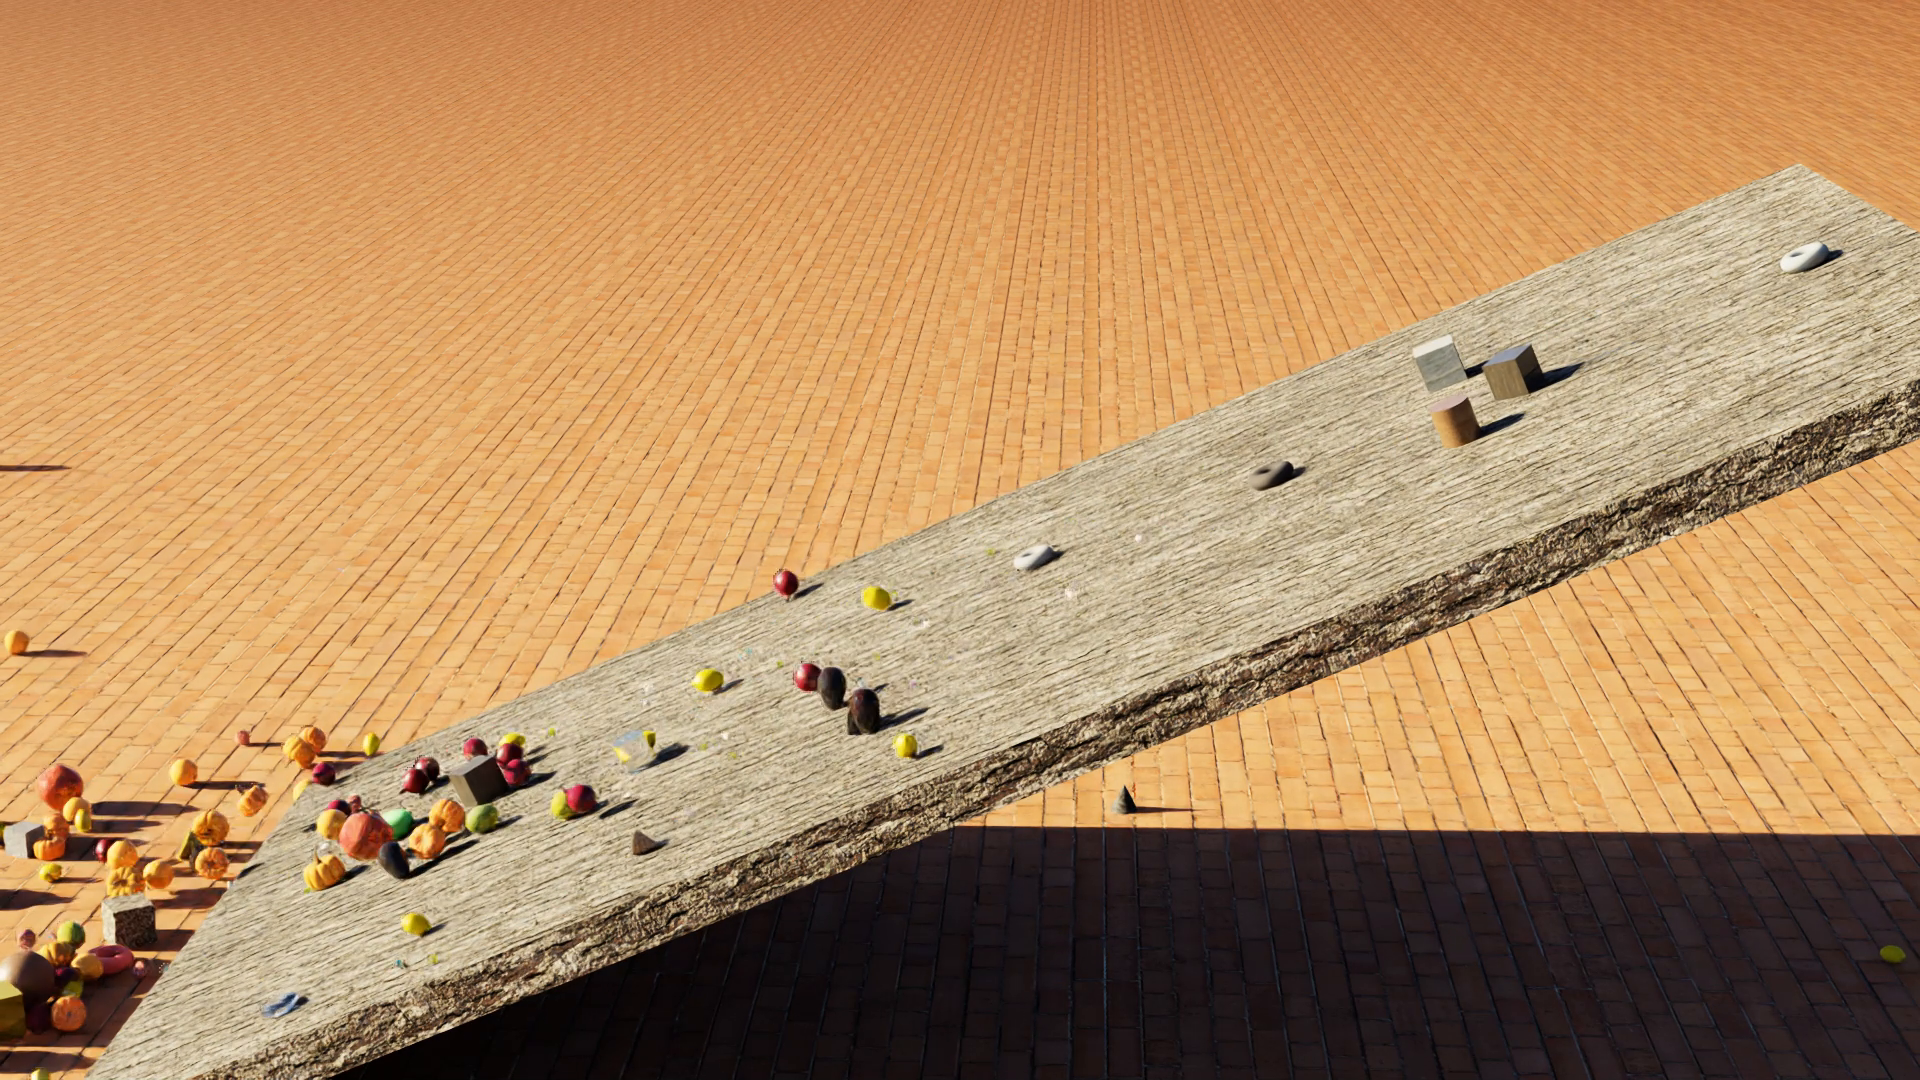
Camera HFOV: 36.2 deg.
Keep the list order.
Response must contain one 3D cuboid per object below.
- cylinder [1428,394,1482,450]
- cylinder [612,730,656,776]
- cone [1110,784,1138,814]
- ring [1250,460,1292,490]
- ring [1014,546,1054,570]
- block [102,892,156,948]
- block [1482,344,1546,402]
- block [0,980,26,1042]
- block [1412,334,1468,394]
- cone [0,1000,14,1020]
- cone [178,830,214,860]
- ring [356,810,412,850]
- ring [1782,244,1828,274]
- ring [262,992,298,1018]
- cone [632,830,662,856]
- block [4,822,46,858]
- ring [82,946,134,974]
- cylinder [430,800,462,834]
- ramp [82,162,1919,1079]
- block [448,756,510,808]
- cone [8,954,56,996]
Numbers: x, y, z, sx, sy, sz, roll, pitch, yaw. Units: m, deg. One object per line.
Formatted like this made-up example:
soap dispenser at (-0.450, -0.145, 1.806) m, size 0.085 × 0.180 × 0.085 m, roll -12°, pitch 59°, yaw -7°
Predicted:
cylinder at (0.998, -0.238, 5.923) m, size 0.083 × 0.083 × 0.083 m, roll -23°, pitch 13°, yaw 6°
cylinder at (-0.693, 0.454, 6.265) m, size 0.072 × 0.072 × 0.072 m, roll -23°, pitch 13°, yaw 6°
cone at (0.425, 0.664, 7.612) m, size 0.072 × 0.072 × 0.072 m, roll 0°, pitch 15°, yaw 0°
ring at (0.661, -0.138, 6.254) m, size 0.100 × 0.033 × 0.100 m, roll -22°, pitch 14°, yaw 6°
ring at (0.162, 0.039, 6.463) m, size 0.092 × 0.031 × 0.092 m, roll -22°, pitch 13°, yaw 5°
block at (-1.913, 0.877, 6.769) m, size 0.094 × 0.094 × 0.094 m, roll -9°, pitch 18°, yaw -32°
block at (1.146, -0.346, 6.091) m, size 0.081 × 0.081 × 0.081 m, roll -13°, pitch 17°, yaw 42°
block at (-2.060, 1.009, 6.273) m, size 0.096 × 0.096 × 0.096 m, roll -11°, pitch 19°, yaw -36°
block at (1.047, -0.383, 6.414) m, size 0.088 × 0.088 × 0.088 m, roll -22°, pitch 13°, yaw 12°
cone at (-2.082, 1.017, 6.353) m, size 0.087 × 0.087 × 0.087 m, roll 27°, pitch 15°, yaw -3°
cone at (-1.885, 0.769, 7.288) m, size 0.080 × 0.080 × 0.080 m, roll 24°, pitch 9°, yaw -17°
ring at (-1.298, 0.653, 6.635) m, size 0.136 × 0.045 × 0.136 m, roll -22°, pitch 14°, yaw 6°
ring at (1.740, -0.581, 6.058) m, size 0.100 × 0.033 × 0.100 m, roll -25°, pitch 13°, yaw 6°
ring at (-1.319, 0.902, 5.707) m, size 0.076 × 0.025 × 0.076 m, roll -24°, pitch 12°, yaw 5°
cone at (-0.599, 0.586, 5.664) m, size 0.052 × 0.052 × 0.052 m, roll 5°, pitch 16°, yaw 9°
block at (-2.327, 0.746, 7.315) m, size 0.067 × 0.067 × 0.067 m, roll 6°, pitch 16°, yaw 22°
ring at (-1.918, 0.946, 6.621) m, size 0.114 × 0.038 × 0.114 m, roll 0°, pitch 15°, yaw 0°
cylinder at (-1.130, 0.608, 6.471) m, size 0.059 × 0.059 × 0.059 m, roll 0°, pitch 13°, yaw 1°
ramp at (0.131, 0.170, 6.285) m, size 4.000 × 0.100 × 2.000 m, roll -23°, pitch 13°, yaw 8°
block at (-1.079, 0.541, 6.593) m, size 0.084 × 0.084 × 0.084 m, roll -32°, pitch 15°, yaw -31°
cone at (-2.032, 0.979, 6.487) m, size 0.097 × 0.097 × 0.097 m, roll 31°, pitch 22°, yaw 10°
